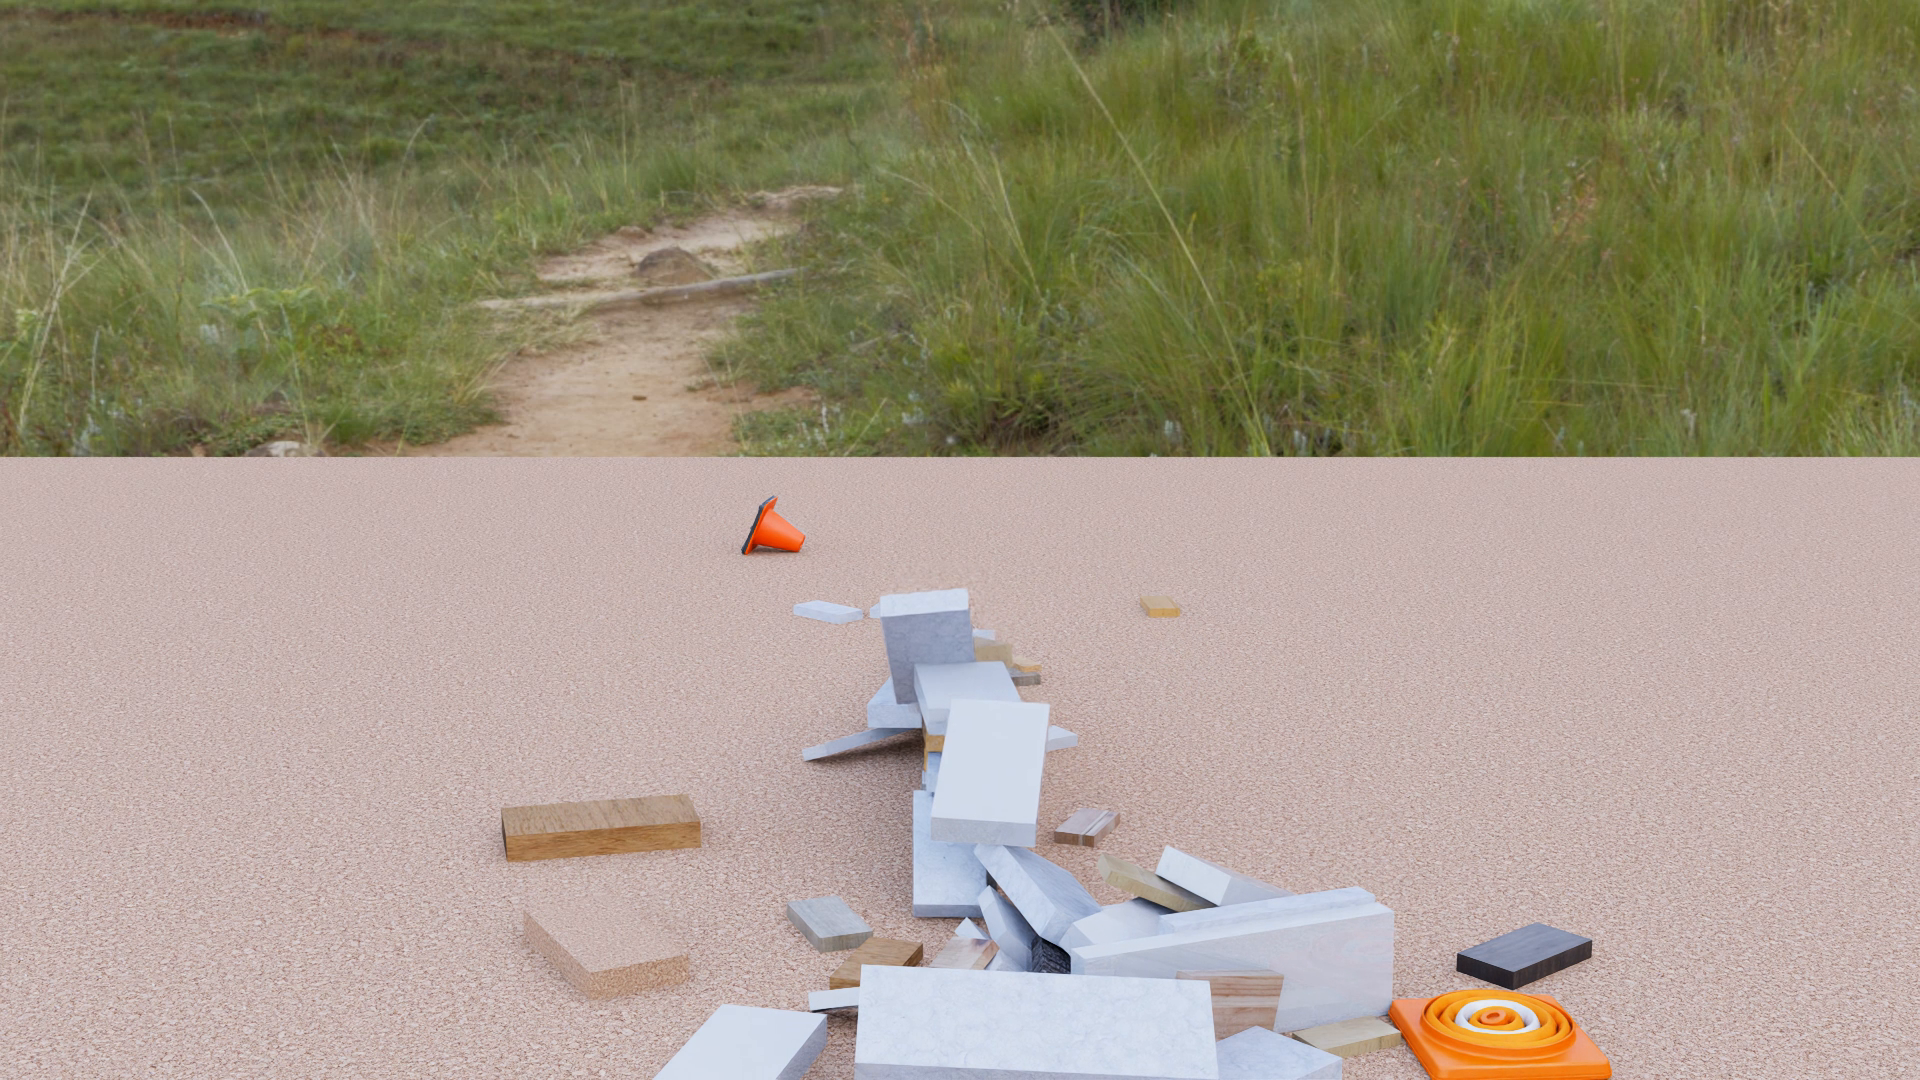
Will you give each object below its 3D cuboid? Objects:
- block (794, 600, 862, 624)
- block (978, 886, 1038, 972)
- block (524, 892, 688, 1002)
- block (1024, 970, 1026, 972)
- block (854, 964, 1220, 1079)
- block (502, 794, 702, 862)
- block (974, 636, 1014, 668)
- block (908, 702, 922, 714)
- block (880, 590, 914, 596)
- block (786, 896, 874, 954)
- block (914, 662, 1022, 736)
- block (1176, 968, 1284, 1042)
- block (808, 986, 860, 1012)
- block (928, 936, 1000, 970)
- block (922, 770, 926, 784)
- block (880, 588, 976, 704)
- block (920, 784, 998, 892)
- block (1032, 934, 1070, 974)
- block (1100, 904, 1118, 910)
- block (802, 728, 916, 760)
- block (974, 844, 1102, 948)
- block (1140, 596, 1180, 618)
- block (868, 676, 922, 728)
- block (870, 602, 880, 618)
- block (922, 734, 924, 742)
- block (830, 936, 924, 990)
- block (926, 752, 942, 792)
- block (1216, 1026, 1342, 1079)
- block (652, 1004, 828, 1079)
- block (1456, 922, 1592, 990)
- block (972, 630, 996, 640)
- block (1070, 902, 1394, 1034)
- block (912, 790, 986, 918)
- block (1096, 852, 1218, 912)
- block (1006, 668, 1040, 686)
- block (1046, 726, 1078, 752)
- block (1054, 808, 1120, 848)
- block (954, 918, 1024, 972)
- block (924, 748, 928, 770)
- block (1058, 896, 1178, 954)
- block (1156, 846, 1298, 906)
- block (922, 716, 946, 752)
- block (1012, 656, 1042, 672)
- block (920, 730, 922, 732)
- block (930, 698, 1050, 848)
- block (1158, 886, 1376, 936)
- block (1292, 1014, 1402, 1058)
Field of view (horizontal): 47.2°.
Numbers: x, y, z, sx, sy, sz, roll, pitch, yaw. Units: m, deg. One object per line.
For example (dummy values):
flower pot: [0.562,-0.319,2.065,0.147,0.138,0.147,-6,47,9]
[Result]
block: [-0.346,0.189,5.763,0.173,0.024,0.086,10,14,42]
block: [0.084,0.602,3.363,0.099,0.028,0.199,42,3,-12]
block: [-0.548,0.621,3.380,0.154,0.044,0.308,-6,12,-29]
block: [0.169,0.652,2.926,0.203,0.029,0.102,19,45,-9]
block: [0.097,0.634,2.828,0.456,0.046,0.163,3,36,-1]
block: [-0.645,0.515,3.942,0.338,0.048,0.169,-3,11,-14]
block: [-0.013,0.231,4.431,0.160,0.045,0.320,-5,2,-14]
block: [-0.038,0.283,4.540,0.160,0.045,0.372,-3,11,-5]
block: [-0.124,0.164,5.893,0.086,0.024,0.173,-9,14,-40]
block: [-0.208,0.610,3.495,0.087,0.025,0.174,-4,11,-21]
block: [0.013,0.283,3.975,0.167,0.047,0.334,-1,11,-5]
block: [0.360,0.639,2.994,0.203,0.102,0.029,10,2,-45]
block: [-0.127,0.651,3.138,0.174,0.025,0.087,-6,-14,-3]
block: [0.006,0.606,3.190,0.059,0.017,0.119,-47,16,-25]
block: [-0.018,0.450,3.833,0.090,0.025,0.179,0,18,-3]
block: [-0.054,0.203,4.130,0.160,0.045,0.320,-5,-34,1]
block: [-0.003,0.508,3.675,0.118,0.033,0.236,0,44,-3]
block: [0.155,0.633,3.207,0.099,0.028,0.199,31,8,-3]
block: [0.277,0.603,3.550,0.119,0.017,0.059,-4,11,-23]
block: [-0.154,0.394,4.524,0.365,0.024,0.084,-13,-4,-39]
block: [0.149,0.565,3.430,0.167,0.047,0.376,31,2,-19]
block: [0.530,0.176,5.836,0.080,0.023,0.159,-1,11,-4]
block: [-0.055,0.302,4.698,0.169,0.048,0.564,-1,11,10]
block: [-0.141,0.188,5.767,0.173,0.024,0.086,3,11,15]
block: [-0.001,0.340,4.267,0.144,0.041,0.289,0,-17,-1]
block: [-0.125,0.644,3.313,0.087,0.025,0.174,3,11,18]
block: [0.003,0.395,3.782,0.118,0.033,0.236,0,4,0]
block: [0.349,0.716,2.875,0.295,0.042,0.148,-10,14,-42]
block: [-0.297,0.705,2.932,0.154,0.044,0.308,3,11,14]
block: [0.862,0.634,3.355,0.203,0.029,0.102,-9,14,-40]
block: [-0.030,0.262,5.248,0.169,0.048,0.338,2,7,11]
block: [0.387,0.620,3.083,0.489,0.154,0.044,-4,10,-22]
block: [-0.018,0.515,3.619,0.118,0.033,0.236,1,44,-2]
block: [0.386,0.562,3.329,0.380,0.021,0.075,23,9,-11]
block: [0.123,0.310,5.117,0.080,0.023,0.159,-4,11,-18]
block: [0.147,0.416,4.540,0.173,0.024,0.086,-6,12,-31]
block: [0.231,0.520,3.985,0.075,0.021,0.149,4,11,22]
block: [0.061,0.625,3.226,0.099,0.028,0.199,42,-3,-17]
block: [0.009,0.386,4.082,0.144,0.041,0.354,0,1,0]
block: [0.286,0.599,3.247,0.148,0.042,0.295,42,26,25]
block: [0.473,0.555,3.354,0.327,0.046,0.163,24,-3,-31]
block: [0.007,0.347,4.000,0.144,0.041,0.289,0,1,-2]
block: [0.146,0.290,5.126,0.048,0.014,0.096,-6,12,-29]
block: [-0.026,0.377,4.562,0.106,0.015,0.053,-12,-27,-41]
block: [0.053,0.380,3.631,0.167,0.047,0.334,3,30,5]
block: [0.441,0.602,3.153,0.327,0.163,0.046,-4,10,-22]
block: [0.538,0.694,3.059,0.136,0.019,0.068,-5,12,-27]
